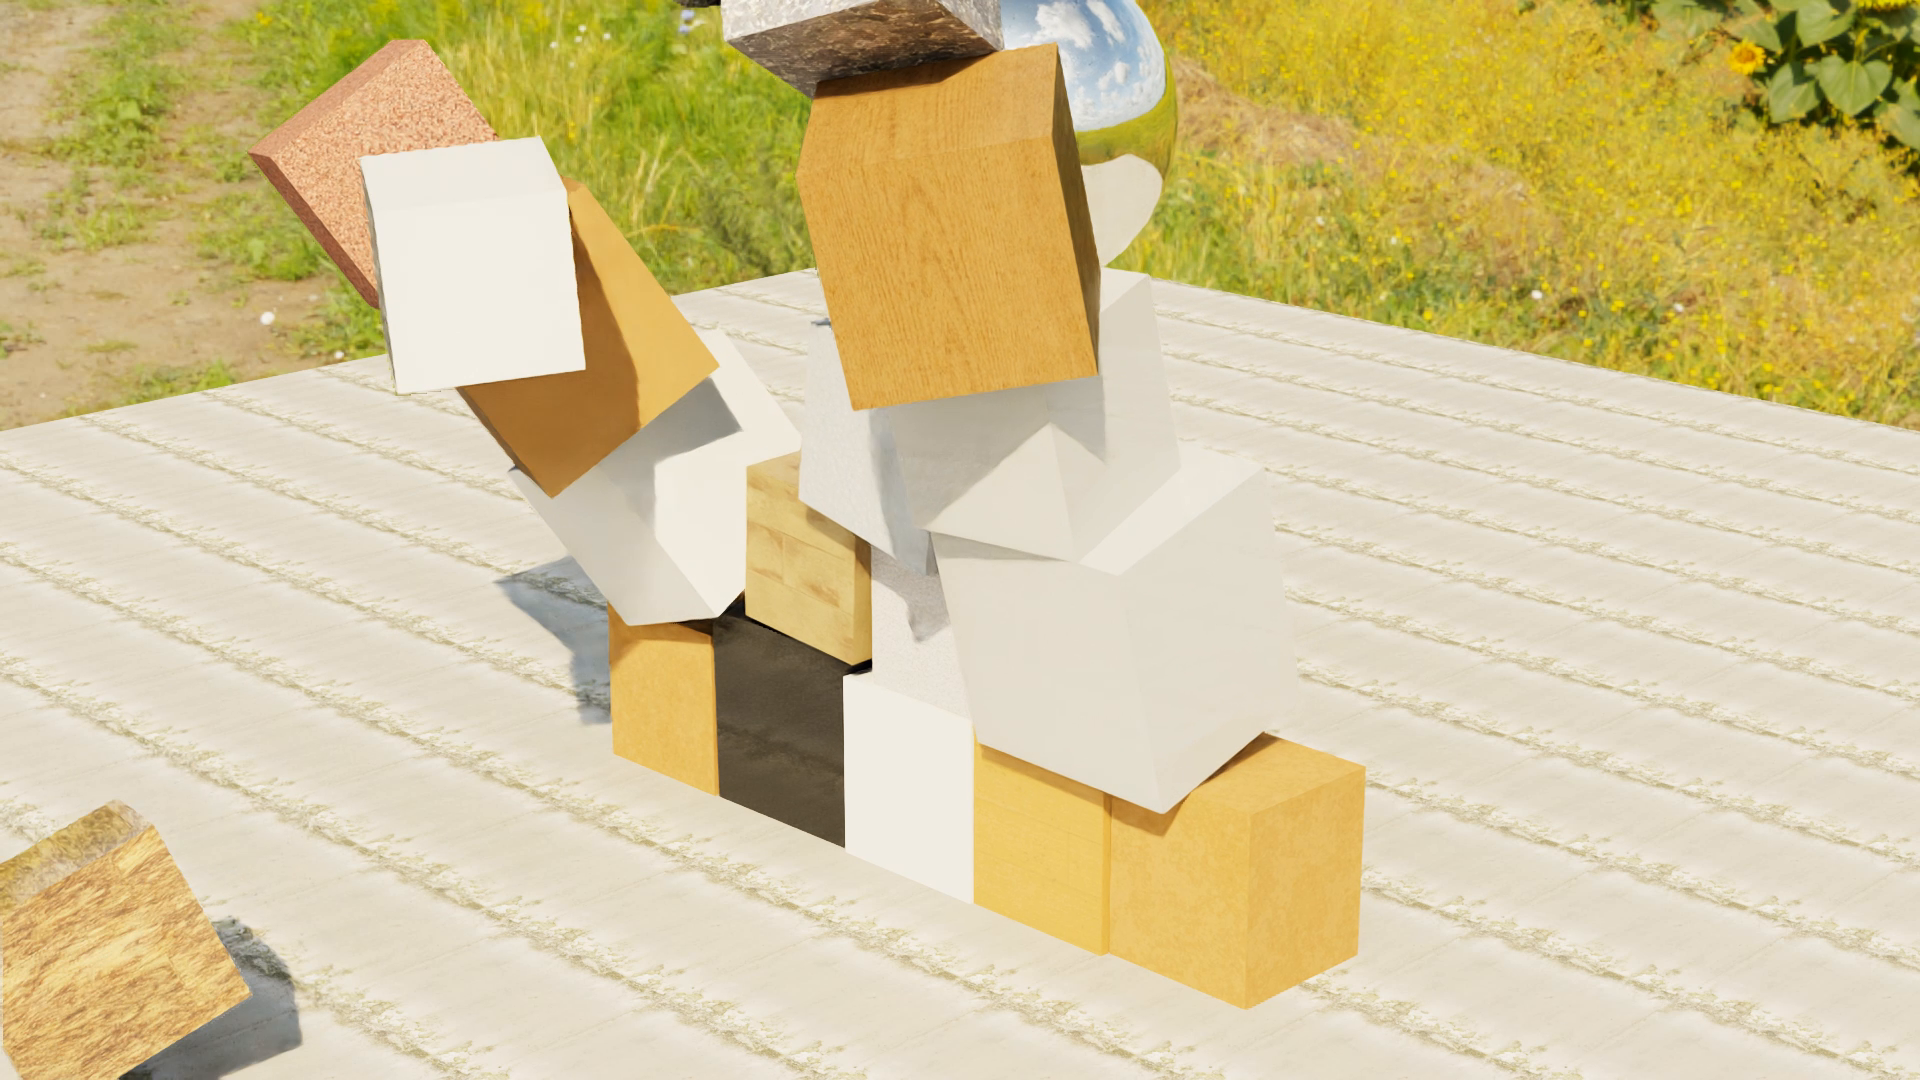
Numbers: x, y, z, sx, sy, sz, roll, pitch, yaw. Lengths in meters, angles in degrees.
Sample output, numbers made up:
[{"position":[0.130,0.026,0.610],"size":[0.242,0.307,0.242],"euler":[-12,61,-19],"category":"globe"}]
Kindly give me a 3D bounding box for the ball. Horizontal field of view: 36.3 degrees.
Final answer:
[{"position":[0.166,-1.850,12.935],"size":[1.600,1.600,1.600],"euler":[0,17,0],"category":"ball"}]

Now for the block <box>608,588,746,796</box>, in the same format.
[{"position":[-1.165,0.678,14.800],"size":[0.891,0.831,0.795],"euler":[-17,24,-42],"category":"block"}]

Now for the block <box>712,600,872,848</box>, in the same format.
[{"position":[-0.572,0.802,14.158],"size":[0.926,0.970,0.802],"euler":[17,25,42],"category":"block"}]

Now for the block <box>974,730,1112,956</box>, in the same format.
[{"position":[0.638,1.204,13.052],"size":[0.855,0.877,0.773],"euler":[-17,24,-42],"category":"block"}]

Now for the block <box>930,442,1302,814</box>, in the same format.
[{"position":[0.658,0.286,12.321],"size":[1.061,1.163,0.924],"euler":[18,42,41],"category":"block"}]

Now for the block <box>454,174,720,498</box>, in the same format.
[{"position":[-1.901,-0.970,13.532],"size":[0.974,1.034,0.960],"euler":[-39,20,-8],"category":"block"}]

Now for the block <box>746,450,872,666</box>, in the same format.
[{"position":[-0.470,0.024,13.678],"size":[0.748,0.749,0.748],"euler":[-19,30,-41],"category":"block"}]

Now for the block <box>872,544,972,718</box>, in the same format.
[{"position":[0.169,0.321,13.234],"size":[0.793,0.701,0.810],"euler":[-16,24,-42],"category":"block"}]

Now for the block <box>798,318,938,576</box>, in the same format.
[{"position":[-0.052,-0.496,12.919],"size":[0.914,0.852,0.898],"euler":[-16,33,-38],"category":"block"}]

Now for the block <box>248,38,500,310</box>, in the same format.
[{"position":[-2.551,-1.645,13.264],"size":[0.850,0.894,0.741],"euler":[-40,21,-11],"category":"block"}]

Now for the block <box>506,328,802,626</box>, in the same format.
[{"position":[-1.380,-0.289,14.128],"size":[0.830,0.985,0.950],"euler":[-7,35,53],"category":"block"}]

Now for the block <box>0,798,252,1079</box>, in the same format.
[{"position":[-3.382,1.594,11.321],"size":[0.860,0.768,0.768],"euler":[-32,16,-21],"category":"block"}]

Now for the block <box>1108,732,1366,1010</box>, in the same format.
[{"position":[1.179,1.371,12.525],"size":[0.753,0.874,0.764],"euler":[-16,24,-42],"category":"block"}]

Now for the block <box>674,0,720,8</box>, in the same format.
[{"position":[-1.083,-2.653,11.822],"size":[0.860,0.688,0.765],"euler":[32,26,25],"category":"block"}]

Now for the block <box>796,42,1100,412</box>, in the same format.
[{"position":[-0.017,-1.192,11.122],"size":[0.938,0.985,0.868],"euler":[-8,31,8],"category":"block"}]

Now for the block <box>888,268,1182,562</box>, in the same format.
[{"position":[0.279,-0.553,11.820],"size":[0.824,0.894,0.765],"euler":[12,38,36],"category":"block"}]

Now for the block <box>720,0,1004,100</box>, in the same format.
[{"position":[-0.391,-2.252,11.123],"size":[0.801,0.828,0.814],"euler":[-11,-12,21],"category":"block"}]

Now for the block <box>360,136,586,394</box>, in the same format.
[{"position":[-2.056,-1.170,12.325],"size":[0.773,0.771,0.892],"euler":[-8,23,-12],"category":"block"}]

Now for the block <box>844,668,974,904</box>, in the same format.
[{"position":[0.071,1.036,13.593],"size":[0.823,0.873,0.889],"euler":[17,24,42],"category":"block"}]
